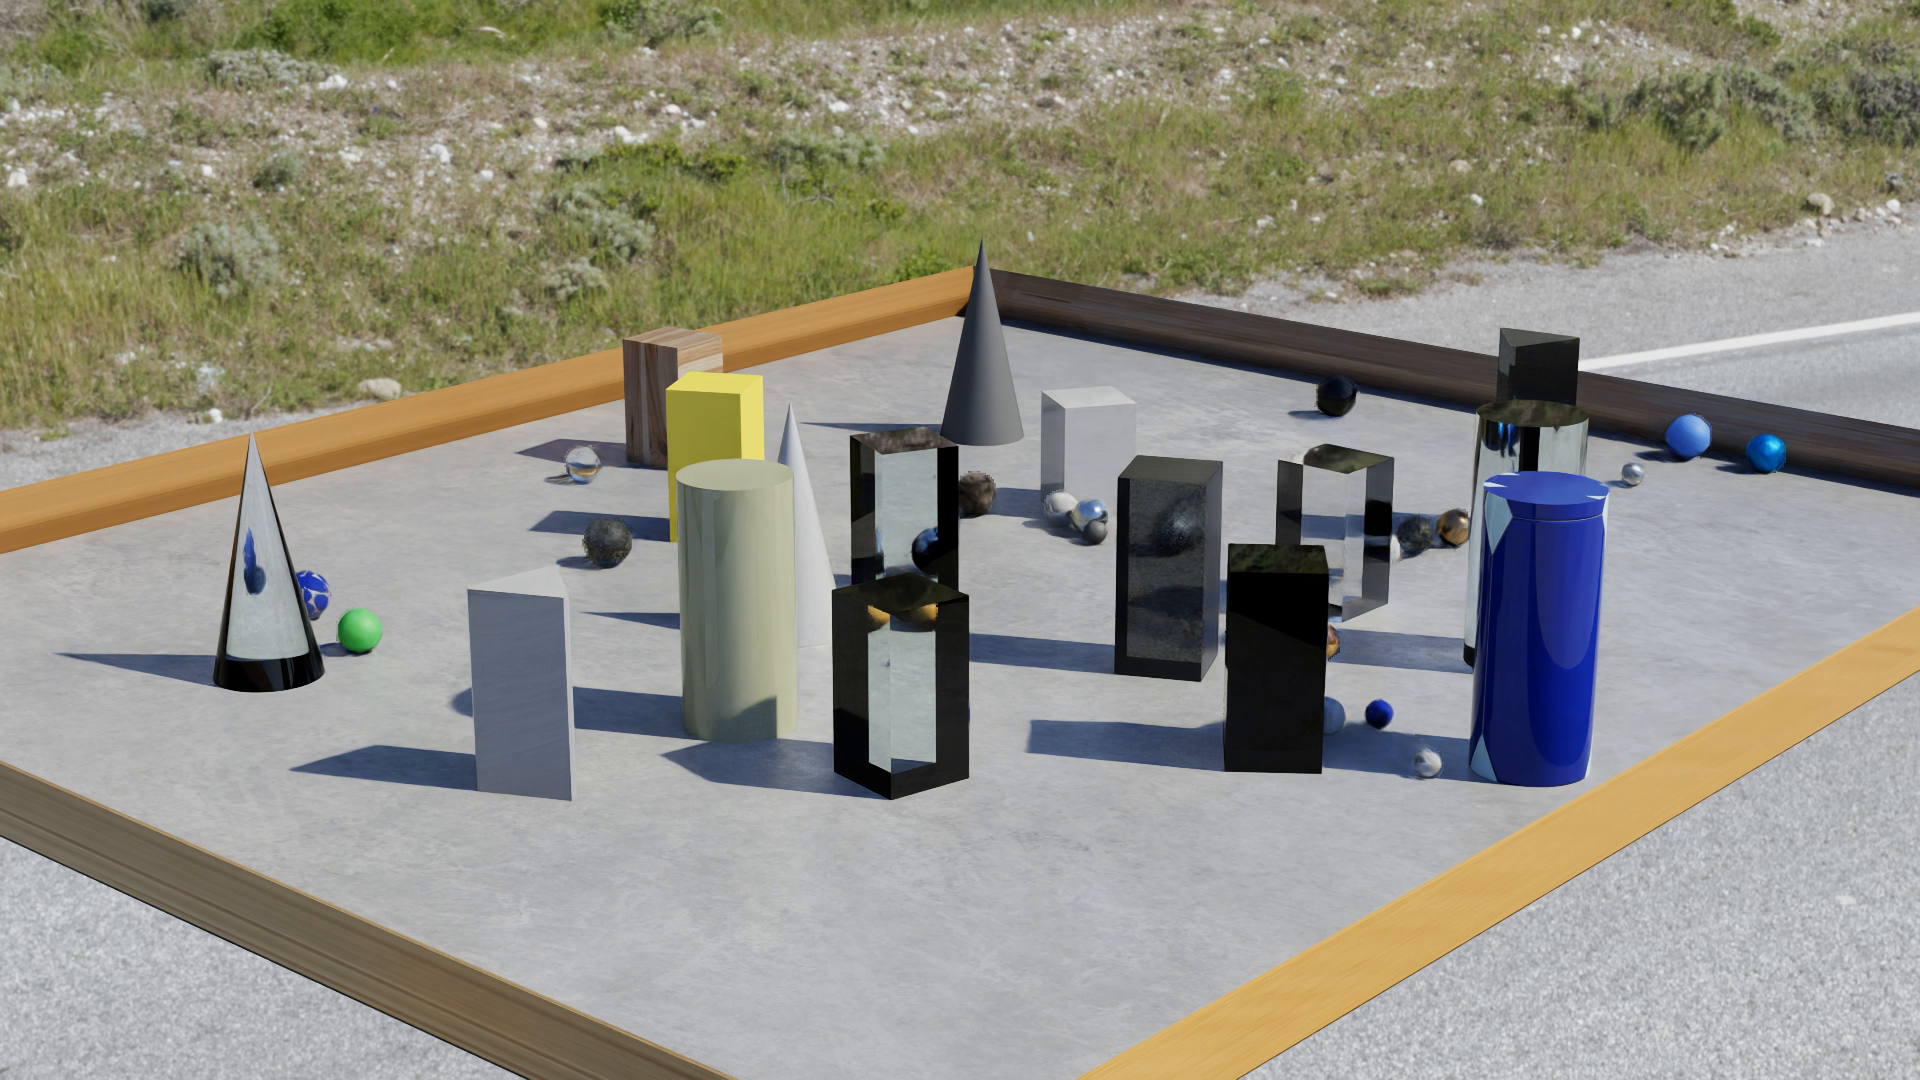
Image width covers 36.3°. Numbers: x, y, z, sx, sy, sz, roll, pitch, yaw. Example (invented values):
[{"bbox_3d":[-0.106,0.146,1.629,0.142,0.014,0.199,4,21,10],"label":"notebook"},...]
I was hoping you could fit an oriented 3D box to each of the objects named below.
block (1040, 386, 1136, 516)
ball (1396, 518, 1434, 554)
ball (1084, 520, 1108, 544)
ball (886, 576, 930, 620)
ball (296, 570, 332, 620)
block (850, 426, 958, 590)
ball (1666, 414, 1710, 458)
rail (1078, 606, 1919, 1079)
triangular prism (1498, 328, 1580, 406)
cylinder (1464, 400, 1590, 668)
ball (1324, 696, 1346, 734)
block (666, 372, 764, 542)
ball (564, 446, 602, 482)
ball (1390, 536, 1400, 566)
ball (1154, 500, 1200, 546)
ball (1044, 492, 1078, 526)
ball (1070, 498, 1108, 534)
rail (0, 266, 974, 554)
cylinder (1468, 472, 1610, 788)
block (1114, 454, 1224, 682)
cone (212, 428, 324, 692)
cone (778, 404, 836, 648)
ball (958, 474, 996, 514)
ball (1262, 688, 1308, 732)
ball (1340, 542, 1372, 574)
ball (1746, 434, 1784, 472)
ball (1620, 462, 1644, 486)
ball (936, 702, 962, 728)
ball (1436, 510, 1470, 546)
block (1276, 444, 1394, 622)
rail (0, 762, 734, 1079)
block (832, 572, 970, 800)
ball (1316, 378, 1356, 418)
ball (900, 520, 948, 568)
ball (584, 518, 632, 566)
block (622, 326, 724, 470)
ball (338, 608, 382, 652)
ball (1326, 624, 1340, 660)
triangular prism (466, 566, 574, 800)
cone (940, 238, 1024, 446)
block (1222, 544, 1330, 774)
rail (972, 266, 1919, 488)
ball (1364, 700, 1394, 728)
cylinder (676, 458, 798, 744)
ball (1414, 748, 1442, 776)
[{"bbox_3d":[0.244,-0.167,5.591,0.141,0.219,0.141,-5,18,-16],"label":"block"},{"bbox_3d":[0.826,-0.007,5.324,0.068,0.068,0.068,0,17,0],"label":"ball"},{"bbox_3d":[0.249,-0.015,5.392,0.043,0.043,0.043,0,17,0],"label":"ball"},{"bbox_3d":[-0.088,0.098,4.967,0.075,0.075,0.075,0,17,0],"label":"ball"},{"bbox_3d":[-1.107,0.094,4.966,0.083,0.083,0.083,0,17,0],"label":"ball"},{"bbox_3d":[-0.096,-0.035,5.049,0.141,0.282,0.141,-8,18,-24],"label":"block"},{"bbox_3d":[1.480,-0.210,5.957,0.088,0.088,0.088,0,17,0],"label":"ball"},{"bbox_3d":[1.079,0.301,4.225,0.045,0.115,3.442,14,22,39],"label":"rail"},{"bbox_3d":[1.035,-0.199,5.436,0.153,0.371,0.133,-9,19,-26],"label":"triangular prism"},{"bbox_3d":[0.908,-0.003,4.712,0.177,0.415,0.177,0,17,0],"label":"cylinder"},{"bbox_3d":[0.554,0.266,4.441,0.058,0.058,0.058,0,17,0],"label":"ball"},{"bbox_3d":[-0.449,-0.150,5.412,0.141,0.290,0.141,4,17,12],"label":"block"},{"bbox_3d":[-0.744,-0.149,5.788,0.071,0.071,0.071,0,17,0],"label":"ball"},{"bbox_3d":[0.759,0.017,5.255,0.061,0.061,0.061,0,17,0],"label":"ball"},{"bbox_3d":[0.398,-0.030,5.372,0.085,0.085,0.085,0,17,0],"label":"ball"},{"bbox_3d":[0.191,-0.058,5.494,0.066,0.066,0.066,0,17,0],"label":"ball"},{"bbox_3d":[0.240,-0.043,5.442,0.069,0.069,0.069,0,17,0],"label":"ball"},{"bbox_3d":[-1.079,-0.243,6.019,0.045,0.115,3.442,14,22,39],"label":"rail"},{"bbox_3d":[0.839,0.129,4.261,0.177,0.426,0.177,0,17,0],"label":"cylinder"},{"bbox_3d":[0.335,0.044,4.707,0.141,0.328,0.141,5,18,15],"label":"block"},{"bbox_3d":[-1.109,0.019,4.649,0.177,0.410,0.177,0,17,0],"label":"cone"},{"bbox_3d":[-0.278,-0.039,4.859,0.177,0.398,0.177,0,17,0],"label":"cone"},{"bbox_3d":[0.028,-0.087,5.569,0.079,0.079,0.079,0,17,0],"label":"ball"},{"bbox_3d":[0.493,0.259,4.450,0.067,0.067,0.067,0,17,0],"label":"ball"},{"bbox_3d":[0.705,0.033,5.212,0.056,0.056,0.056,0,17,0],"label":"ball"},{"bbox_3d":[1.609,-0.174,5.861,0.076,0.076,0.076,0,17,0],"label":"ball"},{"bbox_3d":[1.323,-0.130,5.766,0.046,0.046,0.046,0,17,0],"label":"ball"},{"bbox_3d":[-0.016,0.266,4.472,0.040,0.040,0.040,0,17,0],"label":"ball"},{"bbox_3d":[0.907,-0.023,5.377,0.067,0.067,0.067,0,17,0],"label":"ball"},{"bbox_3d":[0.639,-0.014,5.013,0.141,0.261,0.141,14,22,39],"label":"block"},{"bbox_3d":[-1.113,0.401,3.895,2.906,0.115,0.045,14,22,39],"label":"rail"},{"bbox_3d":[-0.086,0.209,4.245,0.141,0.280,0.141,-13,21,-36],"label":"block"},{"bbox_3d":[0.805,-0.306,6.278,0.086,0.086,0.086,0,17,0],"label":"ball"},{"bbox_3d":[-0.066,0.007,5.248,0.086,0.086,0.086,0,17,0],"label":"ball"},{"bbox_3d":[-0.630,0.003,5.260,0.085,0.085,0.085,0,17,0],"label":"ball"},{"bbox_3d":[-0.577,-0.286,5.923,0.141,0.254,0.141,11,20,33],"label":"block"},{"bbox_3d":[-0.983,0.149,4.803,0.072,0.072,0.072,0,17,0],"label":"ball"},{"bbox_3d":[0.585,0.164,4.768,0.063,0.063,0.063,0,17,0],"label":"ball"},{"bbox_3d":[-0.606,0.202,4.227,0.153,0.306,0.133,5,18,15],"label":"triangular prism"},{"bbox_3d":[0.046,-0.422,6.079,0.177,0.423,0.177,0,17,0],"label":"cone"},{"bbox_3d":[0.463,0.174,4.316,0.141,0.307,0.141,1,17,4],"label":"block"},{"bbox_3d":[1.113,-0.343,6.348,2.906,0.115,0.045,14,22,39],"label":"rail"},{"bbox_3d":[0.639,0.265,4.470,0.044,0.044,0.044,0,17,0],"label":"ball"},{"bbox_3d":[-0.336,0.091,4.437,0.177,0.396,0.177,0,17,0],"label":"cylinder"},{"bbox_3d":[0.683,0.324,4.277,0.042,0.042,0.042,0,17,0],"label":"ball"}]
